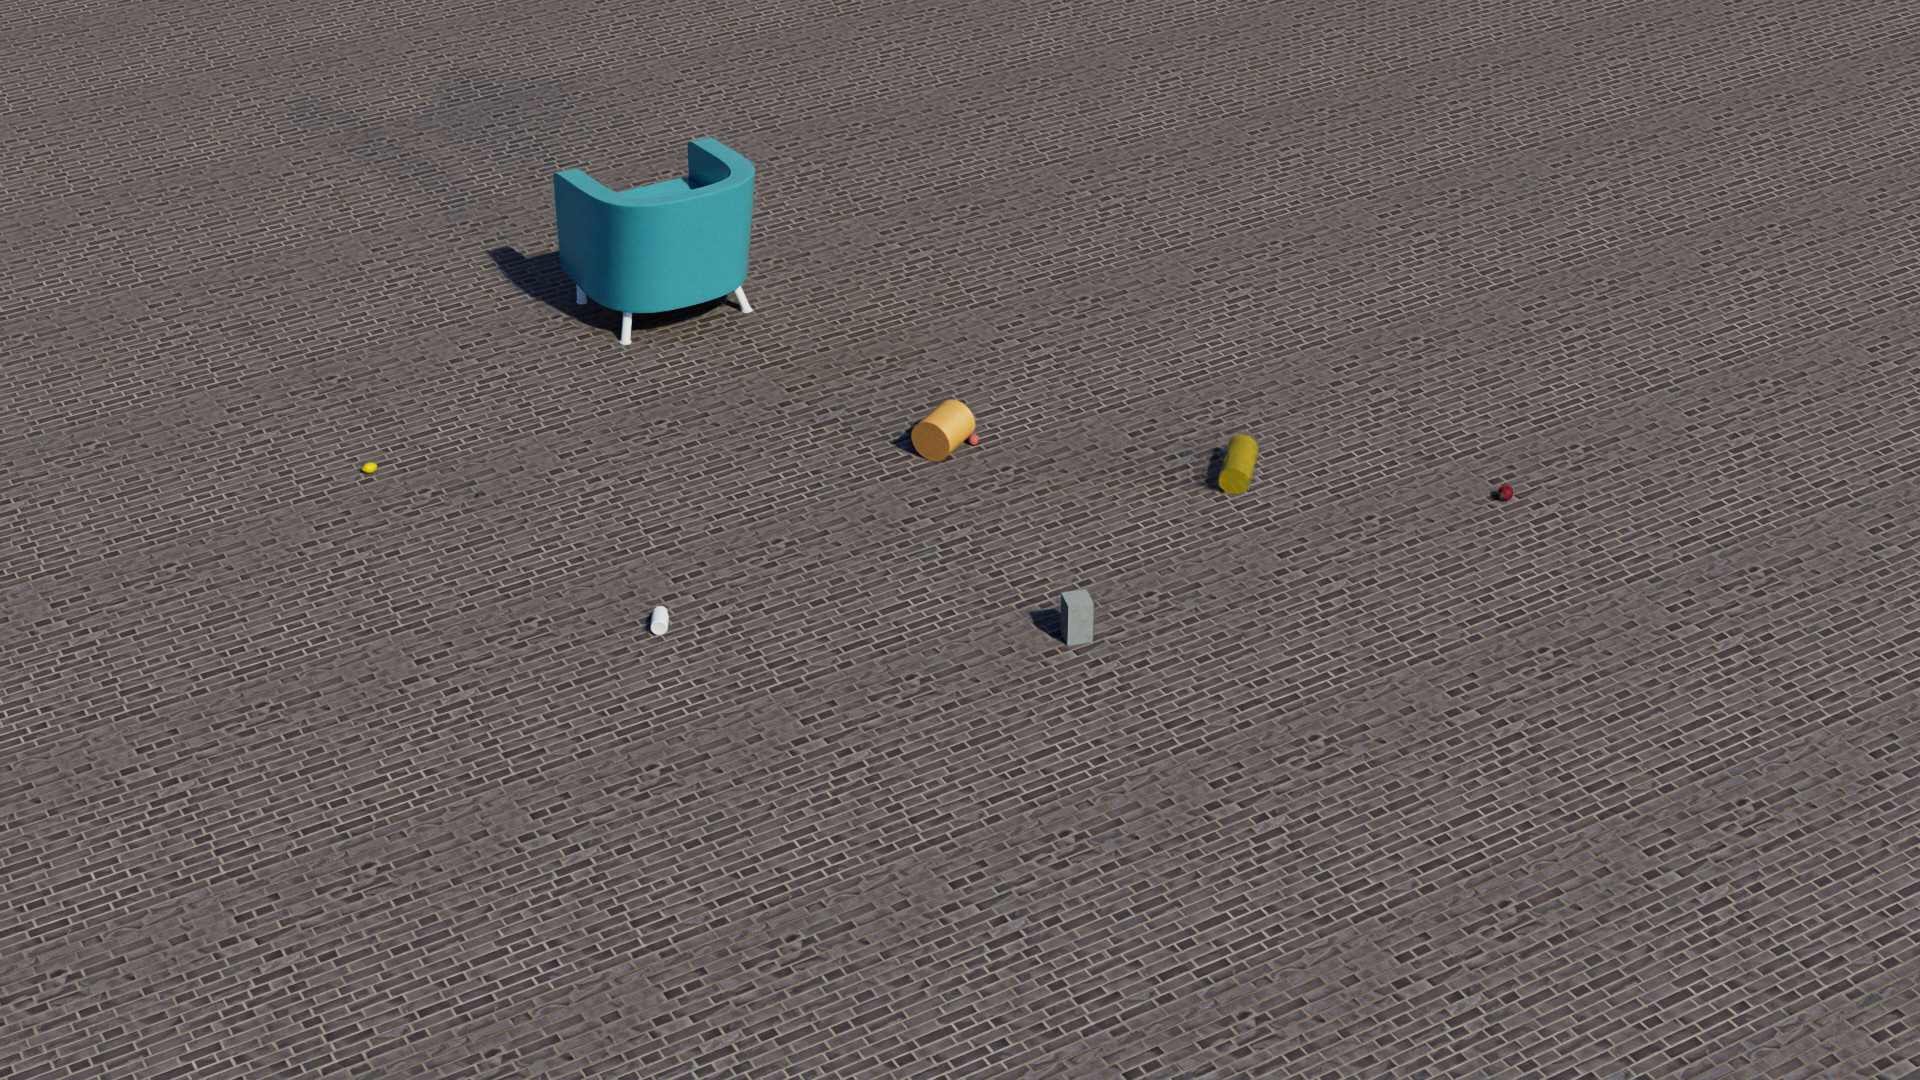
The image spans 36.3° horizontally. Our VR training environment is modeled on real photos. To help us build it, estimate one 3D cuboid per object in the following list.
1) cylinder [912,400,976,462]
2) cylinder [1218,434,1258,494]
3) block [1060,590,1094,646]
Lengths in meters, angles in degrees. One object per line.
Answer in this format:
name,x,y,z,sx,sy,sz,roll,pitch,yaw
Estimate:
cylinder,-0.065,-0.428,11.437,0.173,0.172,0.198,32,42,13
cylinder,1.069,-0.292,11.285,0.116,0.113,0.256,4,33,12
block,0.414,0.274,10.376,0.093,0.168,0.092,-8,34,-12
